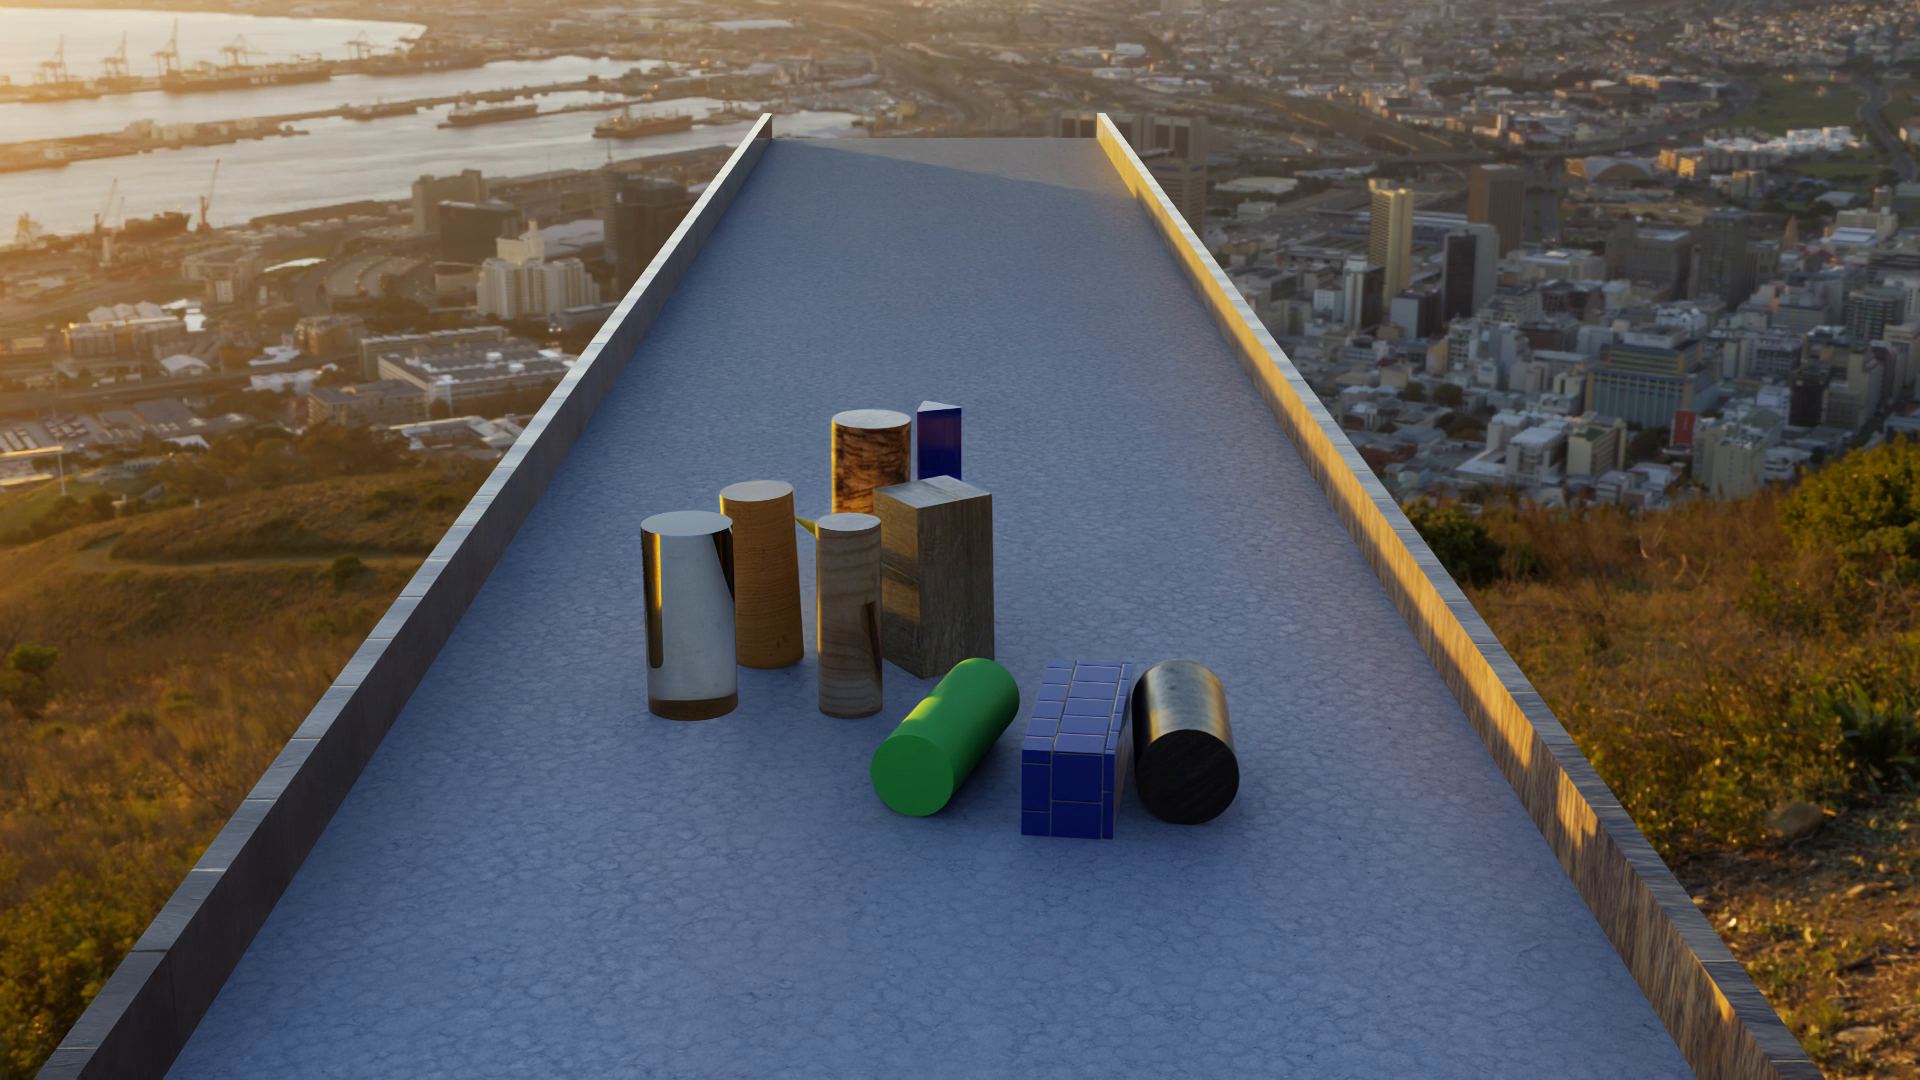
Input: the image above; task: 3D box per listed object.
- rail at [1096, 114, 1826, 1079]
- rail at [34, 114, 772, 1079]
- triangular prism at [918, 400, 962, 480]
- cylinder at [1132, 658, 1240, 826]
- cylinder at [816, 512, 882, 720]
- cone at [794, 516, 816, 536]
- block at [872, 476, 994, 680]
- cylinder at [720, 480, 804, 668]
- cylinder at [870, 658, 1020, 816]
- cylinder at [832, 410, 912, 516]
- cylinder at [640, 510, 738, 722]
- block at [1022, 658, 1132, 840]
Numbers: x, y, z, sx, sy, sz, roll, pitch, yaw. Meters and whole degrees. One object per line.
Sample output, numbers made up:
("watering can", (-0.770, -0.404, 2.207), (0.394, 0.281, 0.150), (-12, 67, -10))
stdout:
("rail", (0.932, -0.844, 7.801), (0.050, 0.150, 12.000), (0, 17, -1))
("rail", (-1.118, -0.838, 7.780), (0.050, 0.150, 12.000), (0, 17, -1))
("triangular prism", (-0.061, -0.107, 4.892), (0.103, 0.396, 0.089), (-7, 18, -22))
("cylinder", (0.383, 0.342, 3.779), (0.170, 0.170, 0.343), (1, 17, 3))
("cylinder", (-0.206, 0.141, 4.109), (0.121, 0.366, 0.121), (0, 17, 0))
("cone", (-0.181, 0.033, 4.487), (0.413, 0.165, 0.165), (27, 2, -30))
("block", (-0.051, 0.071, 4.366), (0.171, 0.350, 0.171), (-11, 20, -30))
("cylinder", (-0.393, 0.068, 4.378), (0.144, 0.348, 0.144), (-2, 18, 1))
("cylinder", (-0.020, 0.338, 3.834), (0.146, 0.146, 0.397), (5, 17, 17))
("cylinder", (-0.187, -0.048, 4.635), (0.165, 0.427, 0.165), (1, 17, 0))
("cylinder", (-0.506, 0.141, 4.123), (0.170, 0.359, 0.170), (0, 17, 0))
("block", (0.206, 0.352, 3.780), (0.150, 0.150, 0.440), (2, 17, 8))
